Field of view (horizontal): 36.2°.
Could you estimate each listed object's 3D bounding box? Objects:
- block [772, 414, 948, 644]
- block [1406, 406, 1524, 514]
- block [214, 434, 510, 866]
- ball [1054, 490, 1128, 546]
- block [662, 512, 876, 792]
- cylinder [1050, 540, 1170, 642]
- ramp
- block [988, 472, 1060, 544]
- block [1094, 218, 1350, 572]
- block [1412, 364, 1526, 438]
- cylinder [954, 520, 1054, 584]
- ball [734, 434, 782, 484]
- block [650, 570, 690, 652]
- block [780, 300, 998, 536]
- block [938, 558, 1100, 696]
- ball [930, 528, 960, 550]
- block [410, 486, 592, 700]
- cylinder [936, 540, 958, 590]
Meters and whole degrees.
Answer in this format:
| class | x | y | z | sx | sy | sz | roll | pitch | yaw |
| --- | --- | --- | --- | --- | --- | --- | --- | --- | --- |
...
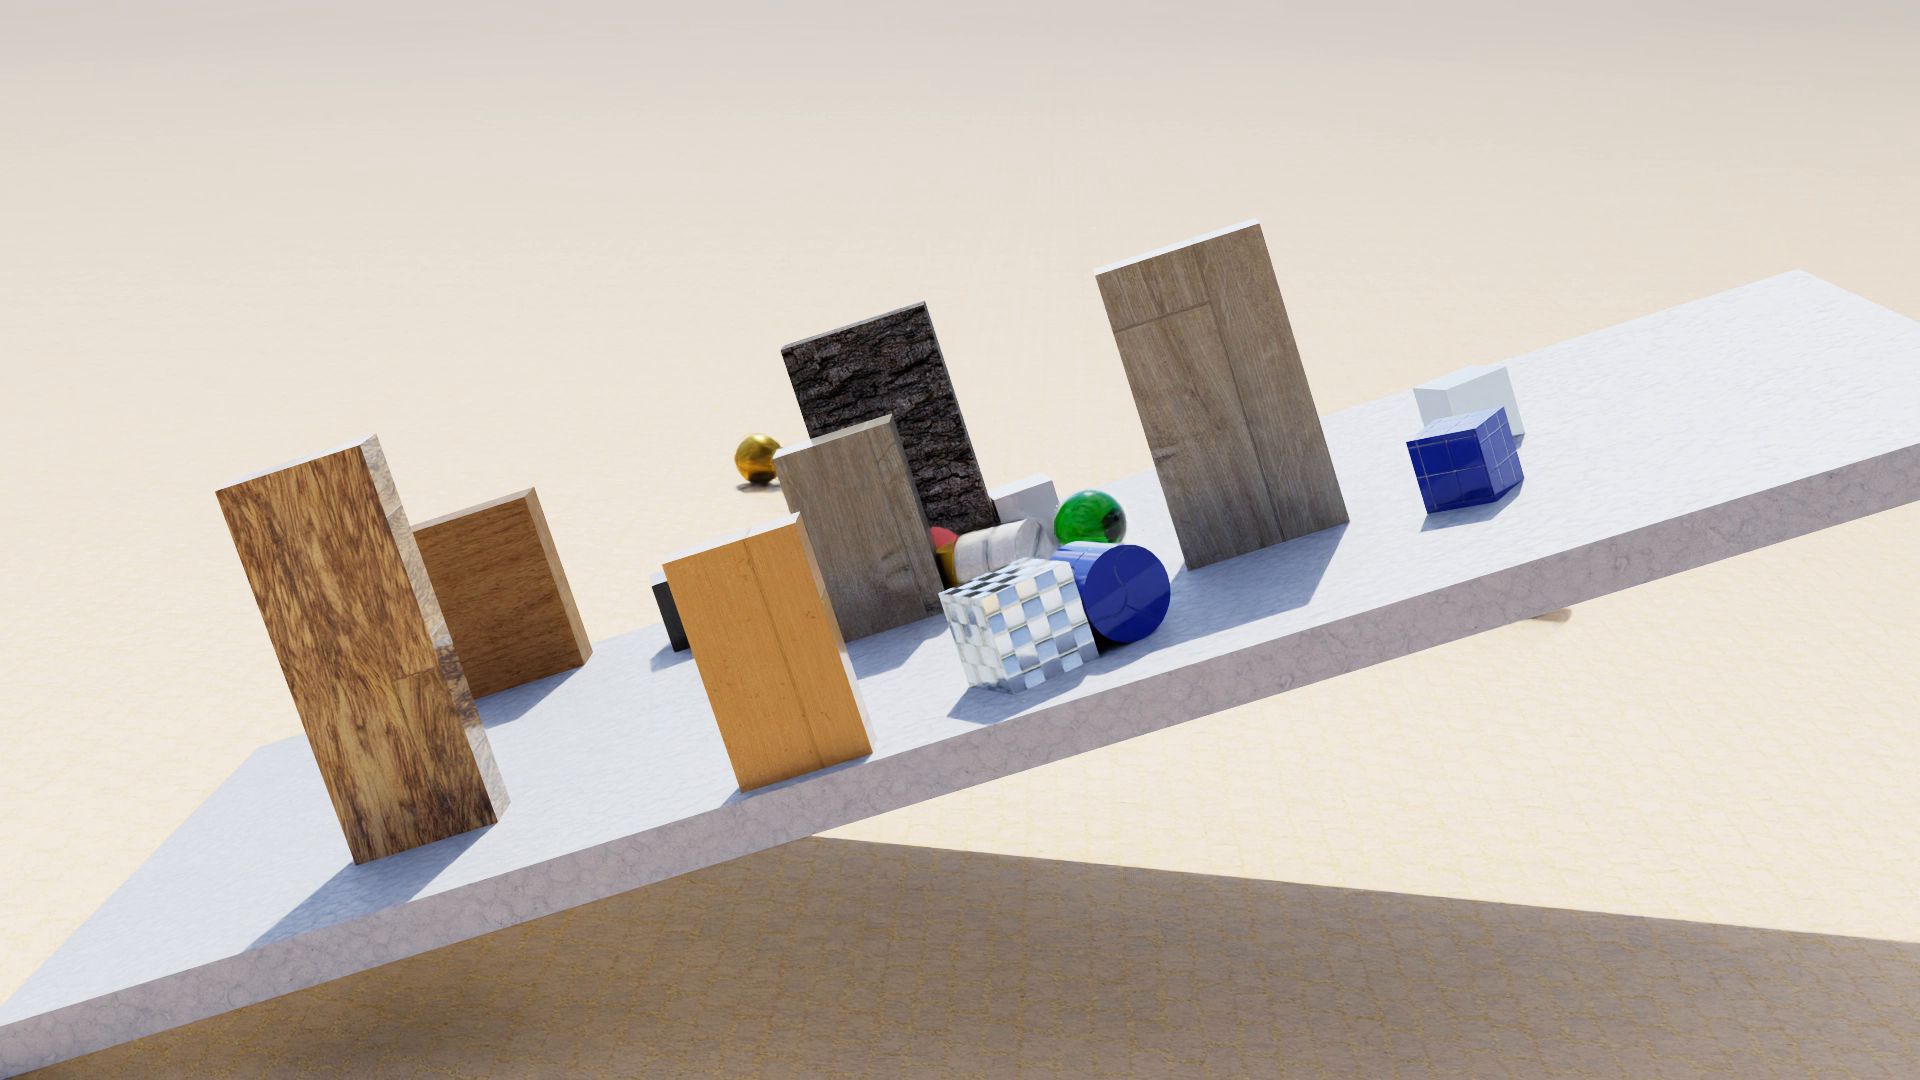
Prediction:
| class | x | y | z | sx | sy | sz | roll | pitch | yaw |
| --- | --- | --- | --- | --- | --- | --- | --- | --- | --- |
| block | -0.210 | -0.022 | 6.421 | 0.266 | 0.434 | 0.120 | -17 | 10 | 5 |
| block | 1.004 | -0.159 | 5.840 | 0.152 | 0.152 | 0.152 | -11 | 13 | 35 |
| block | -1.177 | 0.218 | 5.828 | 0.302 | 0.795 | 0.139 | -17 | 10 | 5 |
| ball | 0.284 | -0.031 | 6.387 | 0.159 | 0.159 | 0.159 | 0 | 12 | 0 |
| block | -0.349 | 0.207 | 5.419 | 0.256 | 0.452 | 0.105 | -17 | 10 | 5 |
| cylinder | 0.278 | 0.098 | 5.654 | 0.187 | 0.187 | 0.187 | -5 | 4 | -25 |
| ramp | 0.101 | 0.183 | 6.310 | 4.000 | 0.100 | 2.000 | -17 | 10 | 5 |
| block | 0.156 | -0.058 | 6.792 | 0.142 | 0.142 | 0.142 | -19 | 10 | -4 |
| block | 0.535 | -0.296 | 6.004 | 0.345 | 0.638 | 0.113 | -17 | 10 | 5 |
| block | 1.091 | -0.278 | 6.311 | 0.151 | 0.151 | 0.151 | -21 | 11 | -16 |
| cylinder | 0.095 | 0.048 | 6.308 | 0.158 | 0.158 | 0.158 | -12 | 4 | 31 |
| ball | -0.789 | -0.318 | 11.582 | 0.195 | 0.195 | 0.195 | 0 | 12 | 0 |
| block | -0.629 | 0.147 | 6.993 | 0.169 | 0.169 | 0.169 | -19 | 10 | -4 |
| block | -0.148 | -0.198 | 6.718 | 0.340 | 0.617 | 0.083 | -17 | 10 | 5 |
| block | 0.111 | 0.162 | 5.589 | 0.193 | 0.193 | 0.193 | -23 | 11 | -22 |
| ball | -0.054 | 0.045 | 6.601 | 0.147 | 0.147 | 0.147 | 0 | 12 | 0 |
| block | -1.139 | 0.138 | 7.172 | 0.346 | 0.436 | 0.134 | -17 | 10 | 5 |
| cylinder | 0.022 | 0.063 | 6.454 | 0.120 | 0.120 | 0.120 | -18 | 10 | 3 |
